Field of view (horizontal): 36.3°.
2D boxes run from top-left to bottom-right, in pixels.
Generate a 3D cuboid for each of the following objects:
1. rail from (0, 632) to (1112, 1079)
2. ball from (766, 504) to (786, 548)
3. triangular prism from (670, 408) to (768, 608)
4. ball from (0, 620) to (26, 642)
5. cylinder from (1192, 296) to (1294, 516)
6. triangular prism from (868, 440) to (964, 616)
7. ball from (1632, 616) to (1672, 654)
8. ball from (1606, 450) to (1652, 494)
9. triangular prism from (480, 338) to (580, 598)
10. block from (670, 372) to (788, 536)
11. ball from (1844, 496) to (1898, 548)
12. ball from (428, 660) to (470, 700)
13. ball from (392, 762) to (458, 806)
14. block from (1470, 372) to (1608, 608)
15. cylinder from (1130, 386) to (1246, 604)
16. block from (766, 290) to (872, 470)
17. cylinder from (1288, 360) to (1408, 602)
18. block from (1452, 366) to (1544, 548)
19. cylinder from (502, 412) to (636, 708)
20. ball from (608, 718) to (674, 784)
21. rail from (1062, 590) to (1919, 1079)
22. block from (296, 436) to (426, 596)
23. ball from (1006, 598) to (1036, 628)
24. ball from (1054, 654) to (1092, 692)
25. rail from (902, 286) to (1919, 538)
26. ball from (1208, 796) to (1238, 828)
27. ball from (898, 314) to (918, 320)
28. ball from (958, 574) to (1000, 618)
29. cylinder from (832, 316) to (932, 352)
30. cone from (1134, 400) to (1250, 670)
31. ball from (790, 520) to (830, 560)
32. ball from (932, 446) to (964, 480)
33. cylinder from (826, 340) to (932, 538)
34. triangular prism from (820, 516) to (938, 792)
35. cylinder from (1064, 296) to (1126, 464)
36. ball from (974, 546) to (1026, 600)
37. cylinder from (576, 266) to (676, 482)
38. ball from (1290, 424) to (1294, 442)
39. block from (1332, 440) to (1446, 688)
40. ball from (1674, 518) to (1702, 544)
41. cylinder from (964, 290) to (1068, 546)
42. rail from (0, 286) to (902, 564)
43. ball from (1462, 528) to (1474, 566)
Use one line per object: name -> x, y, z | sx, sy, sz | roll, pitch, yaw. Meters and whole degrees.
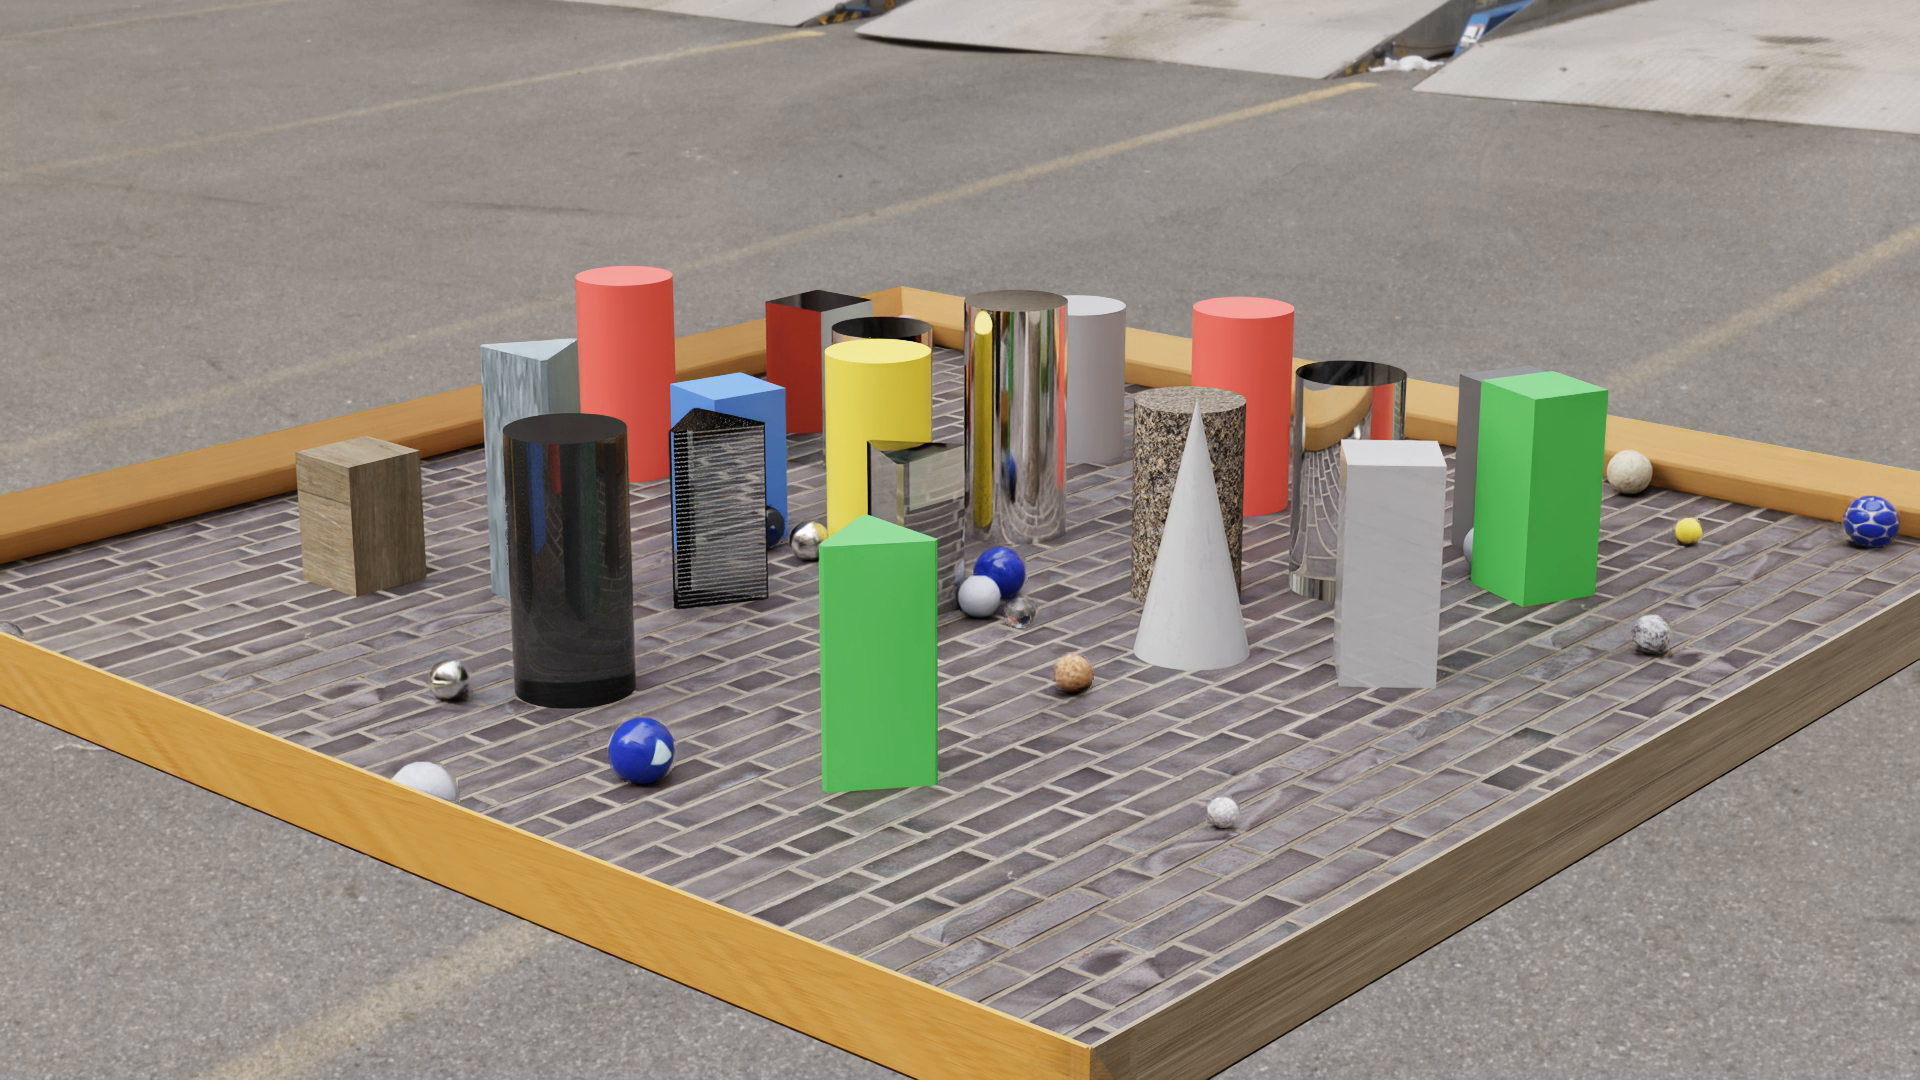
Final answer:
rail -> -0.917, 0.336, 4.110 | 2.842, 0.125, 0.045 | 14, 22, 39
ball -> -0.362, -0.025, 5.383 | 0.082, 0.082, 0.082 | 0, 17, 0
triangular prism -> -0.437, -0.060, 5.096 | 0.166, 0.315, 0.144 | -6, 18, -20
ball -> -1.546, 0.173, 4.719 | 0.087, 0.087, 0.087 | 0, 17, 0
cylinder -> 0.539, -0.257, 5.628 | 0.192, 0.386, 0.192 | 0, 17, 0
triangular prism -> -0.101, -0.018, 4.999 | 0.144, 0.291, 0.166 | 14, 21, 38
ball -> 1.137, 0.155, 4.820 | 0.063, 0.063, 0.063 | 0, 17, 0
ball -> 1.309, -0.133, 5.730 | 0.088, 0.088, 0.088 | 0, 17, 0
triangular prism -> -0.711, -0.120, 5.076 | 0.166, 0.443, 0.144 | 15, 22, 40
block -> -0.429, -0.149, 5.447 | 0.154, 0.283, 0.154 | -12, 21, -35
ball -> 1.675, -0.035, 5.392 | 0.096, 0.096, 0.096 | 0, 17, 0
ball -> -0.803, 0.220, 4.606 | 0.063, 0.063, 0.063 | 0, 17, 0
ball -> -0.751, 0.357, 4.094 | 0.096, 0.096, 0.096 | 0, 17, 0
block -> 1.007, -0.091, 5.105 | 0.154, 0.369, 0.154 | -8, 19, -25
cylinder -> 0.395, -0.074, 5.083 | 0.192, 0.350, 0.192 | 0, 17, 0
block -> -0.285, -0.329, 5.972 | 0.154, 0.324, 0.154 | 14, 22, 38
cylinder -> 0.676, -0.104, 5.120 | 0.192, 0.385, 0.192 | 0, 17, 0
block -> 1.011, -0.137, 5.341 | 0.154, 0.322, 0.154 | -8, 18, -24
cylinder -> -0.612, 0.031, 4.602 | 0.192, 0.427, 0.192 | 0, 17, 0
ball -> -0.463, 0.306, 4.264 | 0.096, 0.096, 0.096 | 0, 17, 0
rail -> 1.055, 0.296, 4.243 | 0.045, 0.125, 2.843 | 14, 22, 39
block -> -1.058, -0.044, 5.183 | 0.154, 0.234, 0.154 | 15, 22, 40
ball -> 0.102, 0.122, 4.950 | 0.051, 0.051, 0.051 | 0, 17, 0
ball -> 0.178, 0.211, 4.641 | 0.060, 0.060, 0.060 | 0, 17, 0
rail -> 0.917, -0.274, 6.131 | 2.842, 0.125, 0.045 | 14, 22, 39
ball -> 0.368, 0.381, 4.107 | 0.043, 0.043, 0.043 | 0, 17, 0
ball -> -0.128, -0.492, 6.930 | 0.082, 0.082, 0.082 | 0, 17, 0
ball -> 0.033, 0.096, 4.999 | 0.073, 0.073, 0.073 | 0, 17, 0
cylinder -> -0.149, -0.240, 5.638 | 0.192, 0.346, 0.192 | 0, 17, 0
cone -> 0.382, -0.023, 4.774 | 0.192, 0.431, 0.192 | 0, 17, 0
ball -> -0.273, 0.001, 5.314 | 0.073, 0.073, 0.073 | 0, 17, 0
ball -> -0.023, -0.152, 5.830 | 0.068, 0.068, 0.068 | 0, 17, 0
cylinder -> -0.148, -0.163, 5.342 | 0.192, 0.371, 0.192 | 0, 17, 0
triangular prism -> -0.127, 0.161, 4.266 | 0.166, 0.371, 0.144 | -3, 17, -10
cylinder -> 0.242, -0.331, 6.008 | 0.192, 0.307, 0.192 | 0, 17, 0
ball -> 0.069, 0.058, 5.092 | 0.092, 0.092, 0.092 | 0, 17, 0
cylinder -> -0.664, -0.332, 5.854 | 0.192, 0.398, 0.192 | 0, 17, 0
ball -> 0.720, -0.218, 6.015 | 0.086, 0.086, 0.086 | 0, 17, 0
block -> 0.684, 0.037, 4.686 | 0.154, 0.366, 0.154 | 1, 17, 3
ball -> 1.345, -0.016, 5.415 | 0.047, 0.047, 0.047 | 0, 17, 0
cylinder -> 0.103, -0.229, 5.439 | 0.192, 0.440, 0.192 | 0, 17, 0
rail -> -1.055, -0.234, 5.998 | 0.045, 0.125, 2.843 | 14, 22, 39
ball -> 0.945, 0.014, 5.245 | 0.089, 0.089, 0.089 | 0, 17, 0
